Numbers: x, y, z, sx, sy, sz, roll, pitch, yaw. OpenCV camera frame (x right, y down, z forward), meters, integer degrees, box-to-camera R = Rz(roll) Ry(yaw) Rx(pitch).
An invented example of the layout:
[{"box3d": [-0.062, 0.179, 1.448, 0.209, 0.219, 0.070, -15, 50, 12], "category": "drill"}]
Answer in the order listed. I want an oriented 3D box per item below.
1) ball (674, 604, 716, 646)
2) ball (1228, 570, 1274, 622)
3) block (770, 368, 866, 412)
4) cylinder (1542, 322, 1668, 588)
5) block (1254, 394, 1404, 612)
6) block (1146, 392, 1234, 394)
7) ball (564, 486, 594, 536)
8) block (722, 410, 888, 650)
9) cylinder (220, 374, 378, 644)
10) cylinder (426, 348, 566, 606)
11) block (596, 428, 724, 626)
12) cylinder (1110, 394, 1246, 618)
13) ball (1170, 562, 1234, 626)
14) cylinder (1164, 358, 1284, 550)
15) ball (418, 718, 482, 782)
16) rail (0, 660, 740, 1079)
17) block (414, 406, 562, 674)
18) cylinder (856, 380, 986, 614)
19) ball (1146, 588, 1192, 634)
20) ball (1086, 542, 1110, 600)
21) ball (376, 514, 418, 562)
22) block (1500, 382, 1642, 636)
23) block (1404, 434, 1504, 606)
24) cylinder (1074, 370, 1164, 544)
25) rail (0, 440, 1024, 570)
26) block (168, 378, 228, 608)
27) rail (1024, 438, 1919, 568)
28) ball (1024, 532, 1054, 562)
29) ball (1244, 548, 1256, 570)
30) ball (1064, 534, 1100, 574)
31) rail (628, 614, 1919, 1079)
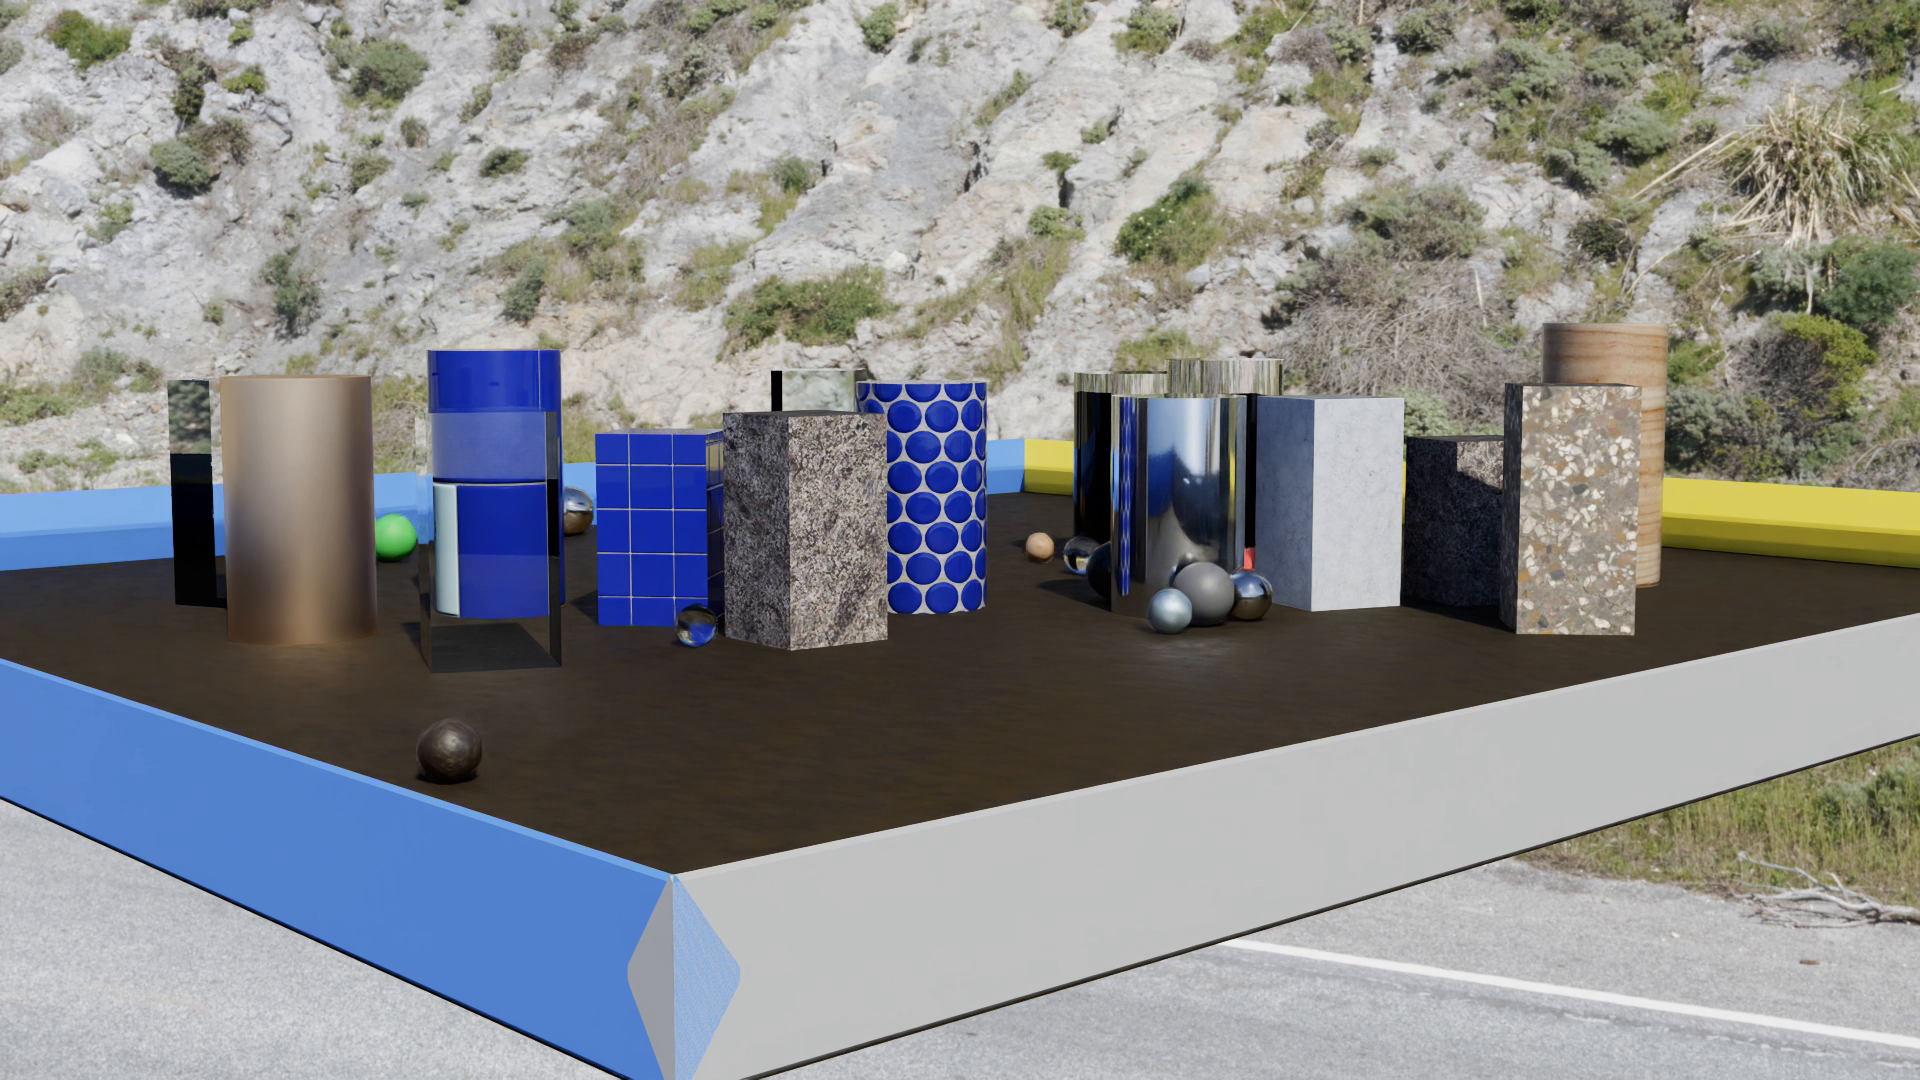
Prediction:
[{"box3d": [-0.353, 0.114, 2.926, 0.055, 0.055, 0.055, 0, 6, 0], "category": "ball"}, {"box3d": [0.413, 0.079, 3.162, 0.075, 0.075, 0.075, 0, 6, 0], "category": "ball"}, {"box3d": [-0.272, -0.165, 4.273, 0.159, 0.331, 0.159, 1, 6, 7], "category": "block"}, {"box3d": [1.053, -0.143, 3.612, 0.199, 0.424, 0.199, 0, 6, 0], "category": "cylinder"}, {"box3d": [0.562, -0.061, 3.357, 0.159, 0.314, 0.159, -3, 7, -24], "category": "block"}, {"box3d": [0.425, -0.128, 4.114, 0.159, 0.291, 0.159, 1, 6, 11], "category": "block"}, {"box3d": [-0.773, -0.056, 4.349, 0.098, 0.098, 0.098, 0, 6, 0], "category": "ball"}, {"box3d": [-0.210, -0.019, 2.985, 0.159, 0.307, 0.159, -5, 8, -39], "category": "block"}, {"box3d": [-0.906, -0.047, 3.019, 0.199, 0.355, 0.199, 0, 6, 0], "category": "cylinder"}, {"box3d": [-0.699, -0.094, 3.320, 0.199, 0.386, 0.199, 0, 6, 0], "category": "cylinder"}, {"box3d": [-0.425, -0.021, 3.179, 0.159, 0.272, 0.159, 1, 6, 7], "category": "block"}, {"box3d": [0.323, -0.054, 3.262, 0.199, 0.320, 0.199, 0, 6, 0], "category": "cylinder"}, {"box3d": [0.343, 0.076, 3.114, 0.091, 0.091, 0.091, 0, 6, 0], "category": "ball"}, {"box3d": [0.440, -0.120, 3.681, 0.199, 0.364, 0.199, 0, 6, 0], "category": "cylinder"}, {"box3d": [-0.483, 0.199, 2.085, 0.060, 0.060, 0.060, 0, 6, 0], "category": "ball"}, {"box3d": [-1.122, 0.141, 2.302, 0.045, 0.129, 2.888, -5, 8, -42], "category": "rail"}, {"box3d": [-0.600, -0.005, 2.791, 0.159, 0.320, 0.159, -2, 6, -18], "category": "block"}, {"box3d": [-0.059, -0.070, 3.323, 0.199, 0.338, 0.199, 0, 6, 0], "category": "cylinder"}, {"box3d": [0.290, 0.098, 3.038, 0.063, 0.063, 0.063, 0, 6, 0], "category": "ball"}, {"box3d": [0.241, 0.047, 3.393, 0.092, 0.092, 0.092, 0, 6, 0], "category": "ball"}, {"box3d": [-1.006, -0.003, 3.901, 0.085, 0.085, 0.085, 0, 6, 0], "category": "ball"}, {"box3d": [0.856, -0.048, 3.096, 0.159, 0.341, 0.159, 1, 6, 5], "category": "block"}, {"box3d": [0.799, -0.034, 3.409, 0.159, 0.248, 0.159, -2, 6, -17], "category": "block"}, {"box3d": [0.300, -0.129, 3.899, 0.199, 0.336, 0.199, 0, 6, 0], "category": "cylinder"}, {"box3d": [-0.963, -0.075, 4.370, 3.100, 0.129, 0.045, -5, 8, -42], "category": "rail"}, {"box3d": [-1.088, -0.076, 3.365, 0.159, 0.341, 0.159, 3, 7, 25], "category": "block"}, {"box3d": [1.122, -0.074, 4.361, 0.045, 0.129, 2.888, -5, 8, -42], "category": "rail"}, {"box3d": [0.141, 0.014, 3.894, 0.054, 0.054, 0.054, 0, 6, 0], "category": "ball"}, {"box3d": [0.463, 0.049, 3.452, 0.076, 0.076, 0.076, 0, 6, 0], "category": "ball"}, {"box3d": [0.208, 0.025, 3.718, 0.068, 0.068, 0.068, 0, 6, 0], "category": "ball"}, {"box3d": [0.963, 0.142, 2.294, 3.100, 0.129, 0.045, -5, 8, -42], "category": "rail"}]
